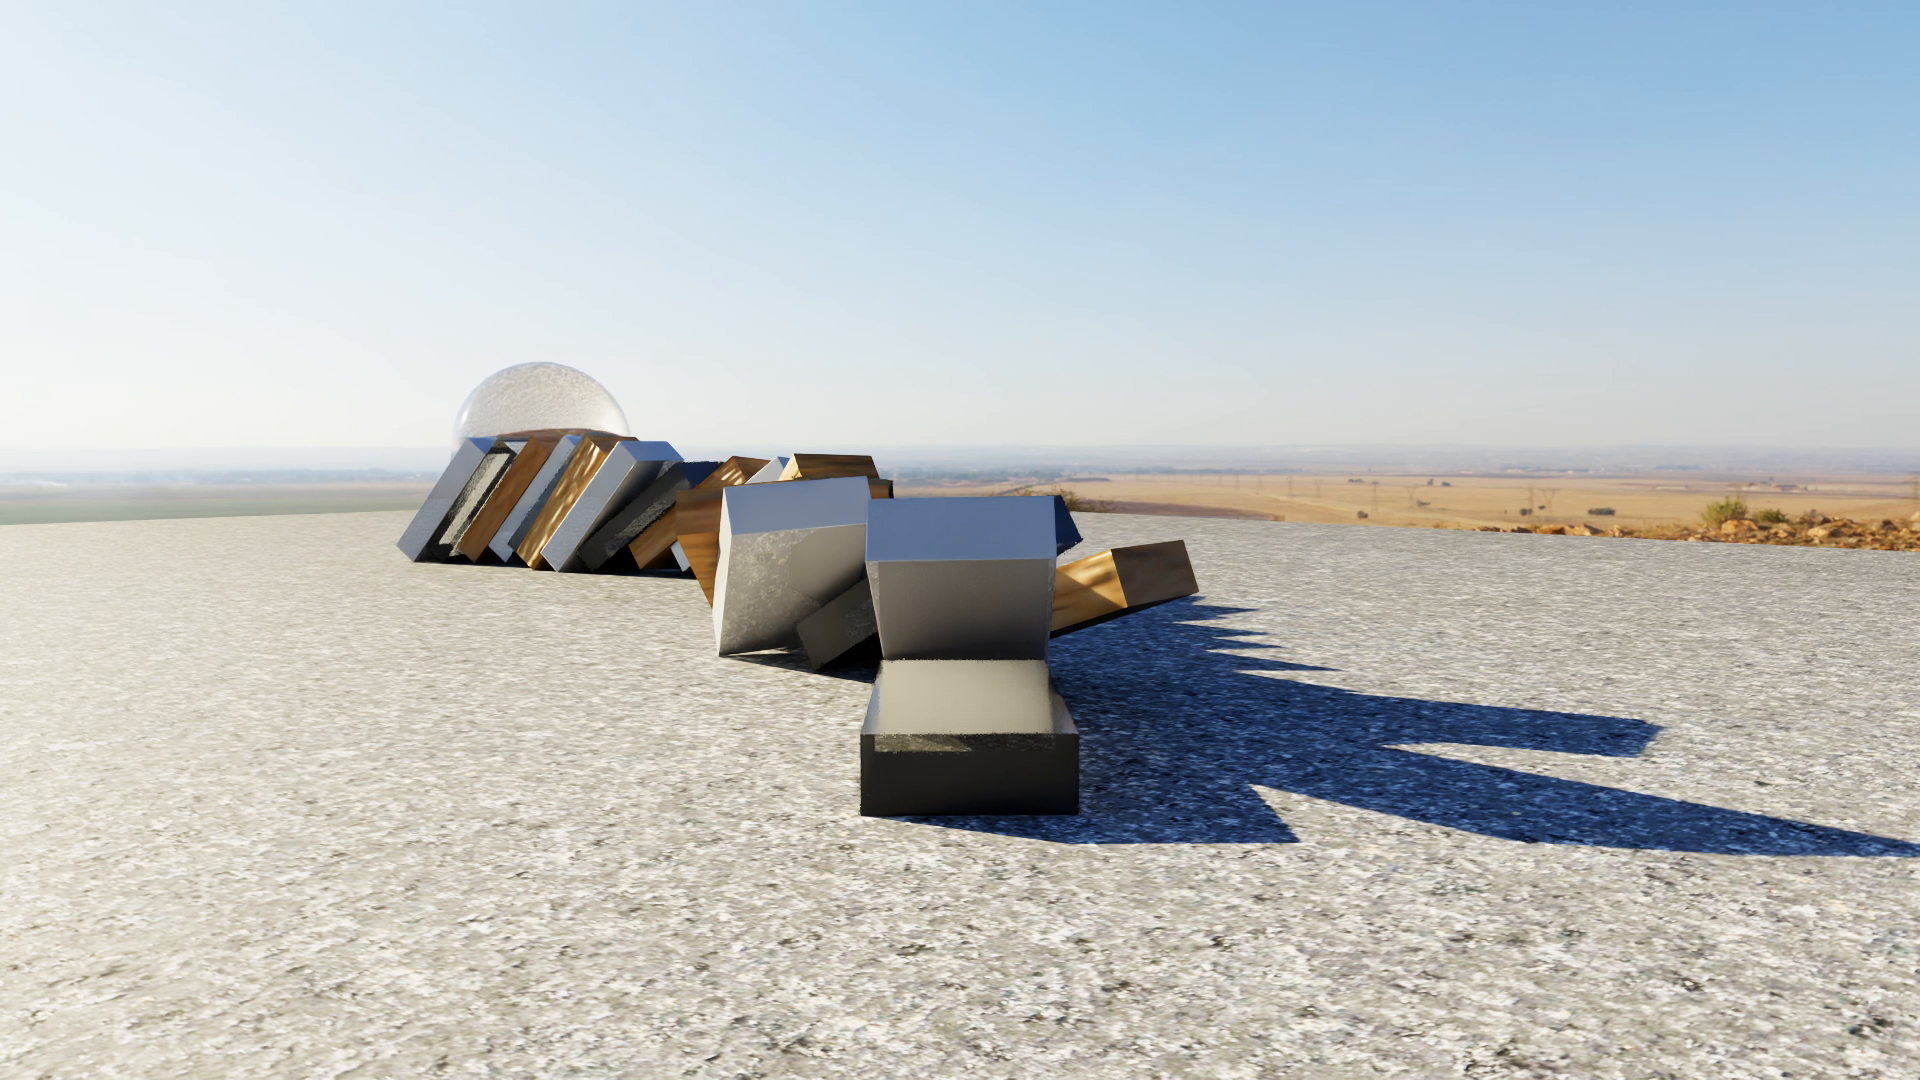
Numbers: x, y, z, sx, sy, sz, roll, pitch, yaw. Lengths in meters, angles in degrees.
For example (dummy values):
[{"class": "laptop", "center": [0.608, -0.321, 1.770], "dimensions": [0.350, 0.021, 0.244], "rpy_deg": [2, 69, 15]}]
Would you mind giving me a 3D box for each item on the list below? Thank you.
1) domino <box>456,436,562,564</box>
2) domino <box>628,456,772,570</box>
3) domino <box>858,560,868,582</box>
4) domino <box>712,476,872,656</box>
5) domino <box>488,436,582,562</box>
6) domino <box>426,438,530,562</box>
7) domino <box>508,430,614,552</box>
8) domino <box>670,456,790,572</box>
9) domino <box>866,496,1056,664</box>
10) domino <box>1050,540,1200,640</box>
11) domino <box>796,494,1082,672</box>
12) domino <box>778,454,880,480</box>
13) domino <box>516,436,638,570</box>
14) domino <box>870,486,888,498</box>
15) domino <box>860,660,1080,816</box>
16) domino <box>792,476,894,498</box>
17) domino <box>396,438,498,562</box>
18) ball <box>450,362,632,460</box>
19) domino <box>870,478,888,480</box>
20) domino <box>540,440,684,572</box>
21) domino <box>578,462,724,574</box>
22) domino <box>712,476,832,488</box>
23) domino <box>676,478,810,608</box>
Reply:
[{"class": "domino", "center": [-0.157, -0.015, 0.462], "dimensions": [0.010, 0.050, 0.025], "rpy_deg": [41, 13, 10]}, {"class": "domino", "center": [-0.081, -0.008, 0.417], "dimensions": [0.050, 0.010, 0.025], "rpy_deg": [-37, -17, 22]}, {"class": "domino", "center": [-0.034, 0.002, 0.300], "dimensions": [0.025, 0.010, 0.050], "rpy_deg": [-4, -27, -3]}, {"class": "domino", "center": [-0.032, 0.006, 0.242], "dimensions": [0.025, 0.010, 0.050], "rpy_deg": [-5, -27, -16]}, {"class": "domino", "center": [-0.145, -0.015, 0.459], "dimensions": [0.009, 0.050, 0.025], "rpy_deg": [41, 13, 11]}, {"class": "domino", "center": [-0.169, -0.015, 0.465], "dimensions": [0.010, 0.050, 0.025], "rpy_deg": [41, 14, 10]}, {"class": "domino", "center": [-0.134, -0.015, 0.449], "dimensions": [0.010, 0.050, 0.025], "rpy_deg": [42, 13, 16]}, {"class": "domino", "center": [-0.066, -0.008, 0.411], "dimensions": [0.050, 0.010, 0.025], "rpy_deg": [-37, -17, 22]}, {"class": "domino", "center": [0.001, 0.010, 0.191], "dimensions": [0.025, 0.010, 0.050], "rpy_deg": [-1, -29, 1]}, {"class": "domino", "center": [0.014, 0.013, 0.226], "dimensions": [0.050, 0.010, 0.025], "rpy_deg": [-22, -10, 36]}, {"class": "domino", "center": [-0.004, 0.008, 0.237], "dimensions": [0.050, 0.010, 0.025], "rpy_deg": [-34, -16, 34]}, {"class": "domino", "center": [-0.046, -0.006, 0.381], "dimensions": [0.025, 0.009, 0.050], "rpy_deg": [-1, -36, -33]}, {"class": "domino", "center": [-0.127, -0.013, 0.436], "dimensions": [0.010, 0.050, 0.025], "rpy_deg": [42, 19, 16]}, {"class": "domino", "center": [-0.033, 0.002, 0.323], "dimensions": [0.025, 0.009, 0.050], "rpy_deg": [-1, -25, -10]}, {"class": "domino", "center": [0.001, 0.025, 0.172], "dimensions": [0.025, 0.010, 0.050], "rpy_deg": [0, 4, -1]}, {"class": "domino", "center": [-0.035, 0.000, 0.341], "dimensions": [0.025, 0.009, 0.050], "rpy_deg": [1, -26, -15]}, {"class": "domino", "center": [-0.181, -0.015, 0.468], "dimensions": [0.010, 0.050, 0.025], "rpy_deg": [41, 14, 10]}, {"class": "ball", "center": [-0.192, -0.042, 0.591], "dimensions": [0.080, 0.080, 0.080], "rpy_deg": [0, 4, 0]}, {"class": "domino", "center": [-0.040, -0.001, 0.364], "dimensions": [0.025, 0.010, 0.050], "rpy_deg": [-2, -25, -26]}, {"class": "domino", "center": [-0.116, -0.011, 0.429], "dimensions": [0.009, 0.050, 0.025], "rpy_deg": [46, 20, 15]}, {"class": "domino", "center": [-0.100, -0.008, 0.424], "dimensions": [0.050, 0.010, 0.025], "rpy_deg": [-37, -11, 22]}, {"class": "domino", "center": [-0.037, 0.004, 0.280], "dimensions": [0.025, 0.010, 0.050], "rpy_deg": [-5, -27, -1]}, {"class": "domino", "center": [-0.040, 0.005, 0.261], "dimensions": [0.025, 0.010, 0.050], "rpy_deg": [-5, -27, -1]}]
